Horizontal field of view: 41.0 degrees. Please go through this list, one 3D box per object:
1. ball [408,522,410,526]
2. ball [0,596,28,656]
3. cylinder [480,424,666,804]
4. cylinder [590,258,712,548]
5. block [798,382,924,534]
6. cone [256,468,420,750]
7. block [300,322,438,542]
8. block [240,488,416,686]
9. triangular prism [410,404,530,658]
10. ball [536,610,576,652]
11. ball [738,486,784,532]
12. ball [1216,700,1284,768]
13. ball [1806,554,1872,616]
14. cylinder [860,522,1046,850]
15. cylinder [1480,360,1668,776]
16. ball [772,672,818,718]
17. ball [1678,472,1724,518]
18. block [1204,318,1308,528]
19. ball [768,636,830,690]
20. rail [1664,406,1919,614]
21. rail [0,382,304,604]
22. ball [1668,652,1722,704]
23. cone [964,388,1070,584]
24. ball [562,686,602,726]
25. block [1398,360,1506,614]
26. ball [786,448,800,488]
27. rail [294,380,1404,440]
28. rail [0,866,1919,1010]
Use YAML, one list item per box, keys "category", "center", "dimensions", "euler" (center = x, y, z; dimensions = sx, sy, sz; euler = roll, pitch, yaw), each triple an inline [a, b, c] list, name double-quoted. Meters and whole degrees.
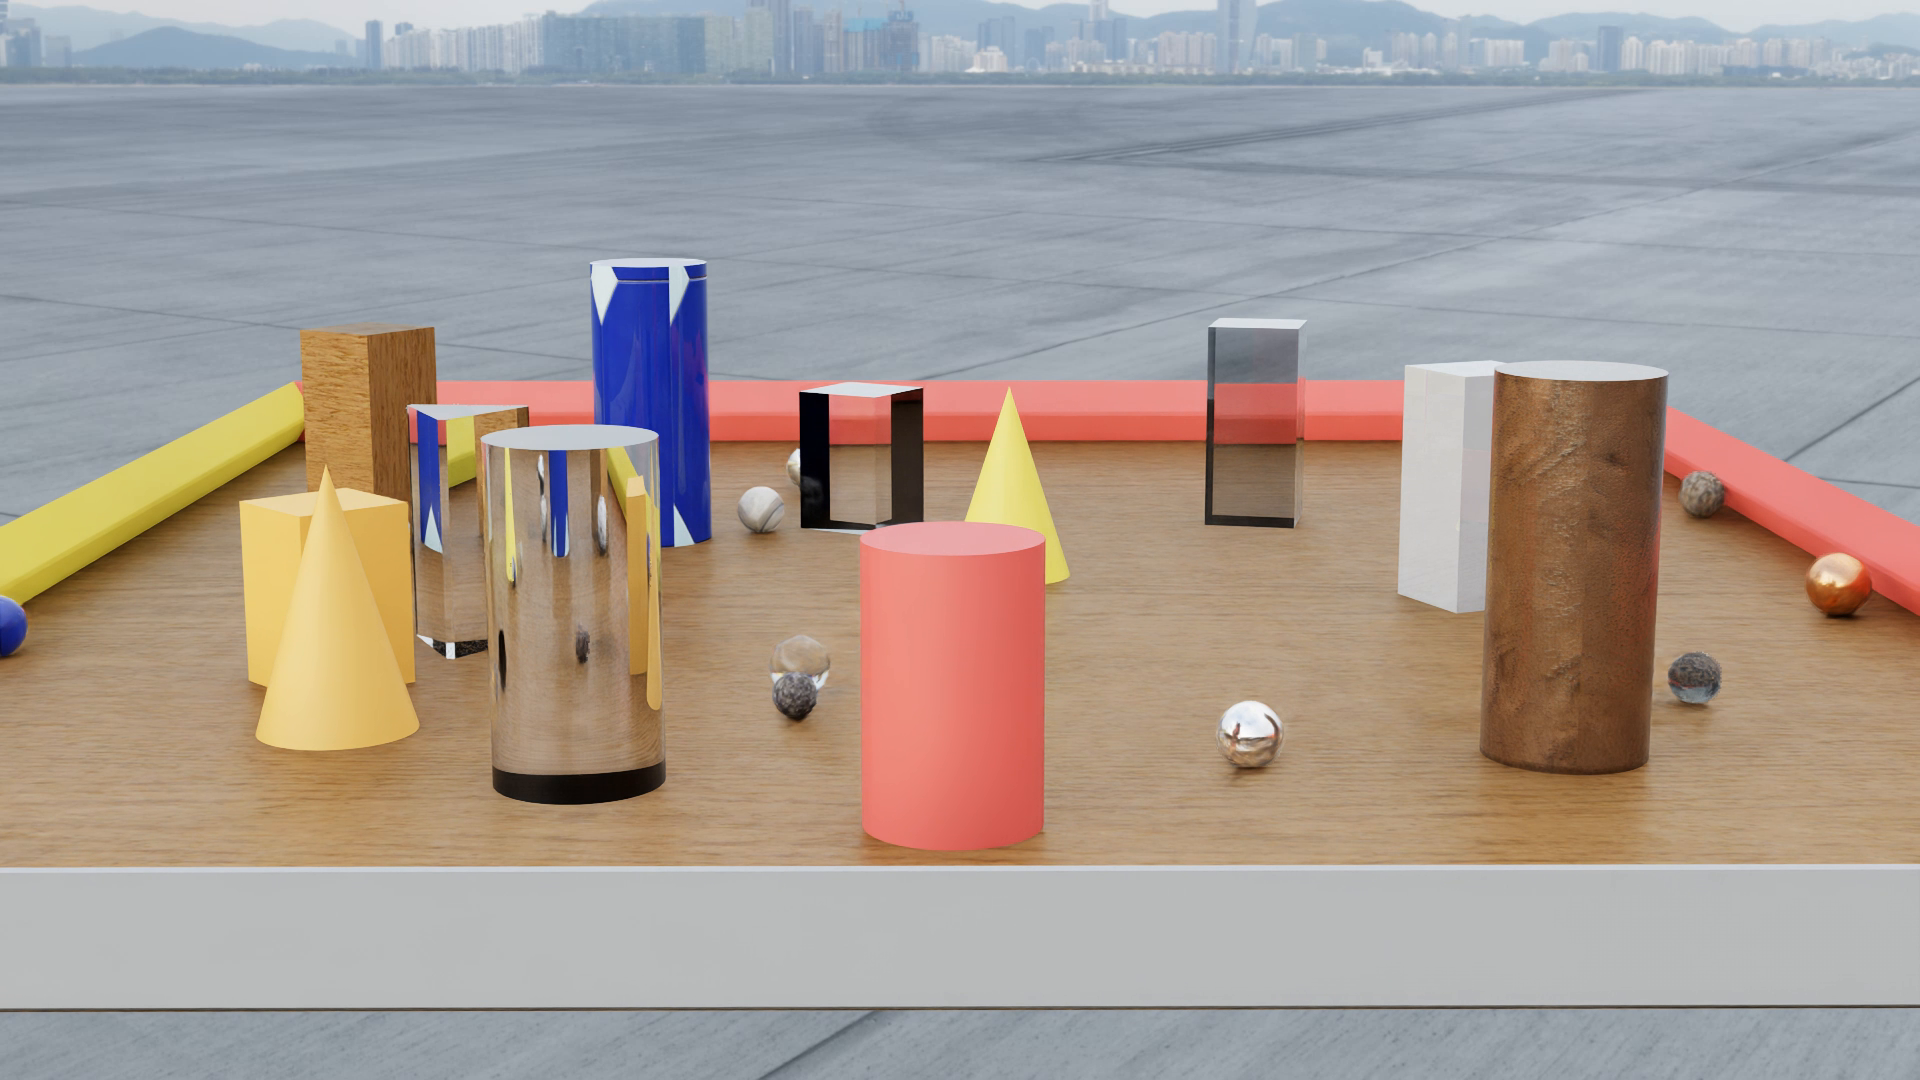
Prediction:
- category: "ball"
  center: [-0.855, -0.018, 3.778]
  dimensions: [0.088, 0.088, 0.088]
  euler: [0, 11, 0]
- category: "ball"
  center: [-1.186, 0.105, 3.153]
  dimensions: [0.076, 0.076, 0.076]
  euler: [0, 11, 0]
- category: "cylinder"
  center: [-0.388, 0.071, 2.584]
  dimensions: [0.175, 0.354, 0.175]
  euler: [0, 11, 0]
- category: "cylinder"
  center: [-0.469, -0.211, 3.901]
  dimensions: [0.175, 0.421, 0.175]
  euler: [0, 11, 0]
- category: "block"
  center: [-0.154, -0.129, 4.022]
  dimensions: [0.140, 0.215, 0.140]
  euler: [6, 12, 30]
- category: "cone"
  center: [-0.683, 0.063, 2.789]
  dimensions: [0.175, 0.294, 0.175]
  euler: [0, 11, 0]
- category: "block"
  center: [-0.895, -0.161, 3.904]
  dimensions: [0.140, 0.322, 0.140]
  euler: [7, 13, 32]
- category: "block"
  center: [-0.742, 0.061, 3.013]
  dimensions: [0.140, 0.215, 0.140]
  euler: [-10, 14, -42]
- category: "triangular prism"
  center: [-0.637, -0.018, 3.215]
  dimensions: [0.131, 0.296, 0.152]
  euler: [7, 13, 33]
- category: "ball"
  center: [-0.501, 0.113, 3.183]
  dimensions: [0.050, 0.050, 0.050]
  euler: [0, 11, 0]
- category: "ball"
  center: [-0.309, -0.048, 3.977]
  dimensions: [0.072, 0.072, 0.072]
  euler: [0, 11, 0]
- category: "ball"
  center: [0.301, 0.202, 2.661]
  dimensions: [0.069, 0.069, 0.069]
  euler: [0, 11, 0]
- category: "ball"
  center: [1.160, 0.058, 3.386]
  dimensions: [0.082, 0.082, 0.082]
  euler: [0, 11, 0]
- category: "cylinder"
  center: [-0.007, 0.135, 2.446]
  dimensions: [0.175, 0.279, 0.175]
  euler: [0, 11, 0]
- category: "cylinder"
  center: [0.640, 0.025, 2.683]
  dimensions: [0.175, 0.408, 0.175]
  euler: [0, 11, 0]
- category: "ball"
  center: [-0.184, 0.173, 2.865]
  dimensions: [0.050, 0.050, 0.050]
  euler: [0, 11, 0]
- category: "ball"
  center: [1.187, -0.072, 4.109]
  dimensions: [0.072, 0.072, 0.072]
  euler: [0, 11, 0]
- category: "block"
  center: [0.470, -0.187, 4.067]
  dimensions: [0.140, 0.313, 0.140]
  euler: [2, 11, 13]
- category: "ball"
  center: [-0.185, 0.145, 2.959]
  dimensions: [0.070, 0.070, 0.070]
  euler: [0, 11, 0]
- category: "rail"
  center: [1.244, 0.028, 3.457]
  dimensions: [0.045, 0.114, 3.001]
  euler: [0, 11, 0]
- category: "rail"
  center: [-1.244, 0.031, 3.443]
  dimensions: [0.045, 0.114, 3.001]
  euler: [0, 11, 0]
- category: "ball"
  center: [0.837, 0.158, 2.924]
  dimensions: [0.058, 0.058, 0.058]
  euler: [0, 11, 0]
- category: "cone"
  center: [0.069, -0.084, 3.636]
  dimensions: [0.175, 0.269, 0.175]
  euler: [0, 11, 0]
- category: "ball"
  center: [-0.417, 0.183, 2.829]
  dimensions: [0.044, 0.044, 0.044]
  euler: [0, 11, 0]
- category: "block"
  center: [0.694, -0.075, 3.463]
  dimensions: [0.140, 0.315, 0.140]
  euler: [-5, 12, -23]
- category: "ball"
  center: [-0.259, -0.123, 4.375]
  dimensions: [0.073, 0.073, 0.073]
  euler: [0, 11, 0]
- category: "rail"
  center: [-0.009, -0.244, 4.902]
  dimensions: [2.536, 0.114, 0.045]
  euler: [0, 11, 0]
- category: "rail"
  center: [0.009, 0.303, 1.999]
  dimensions: [2.536, 0.114, 0.045]
  euler: [0, 11, 0]
